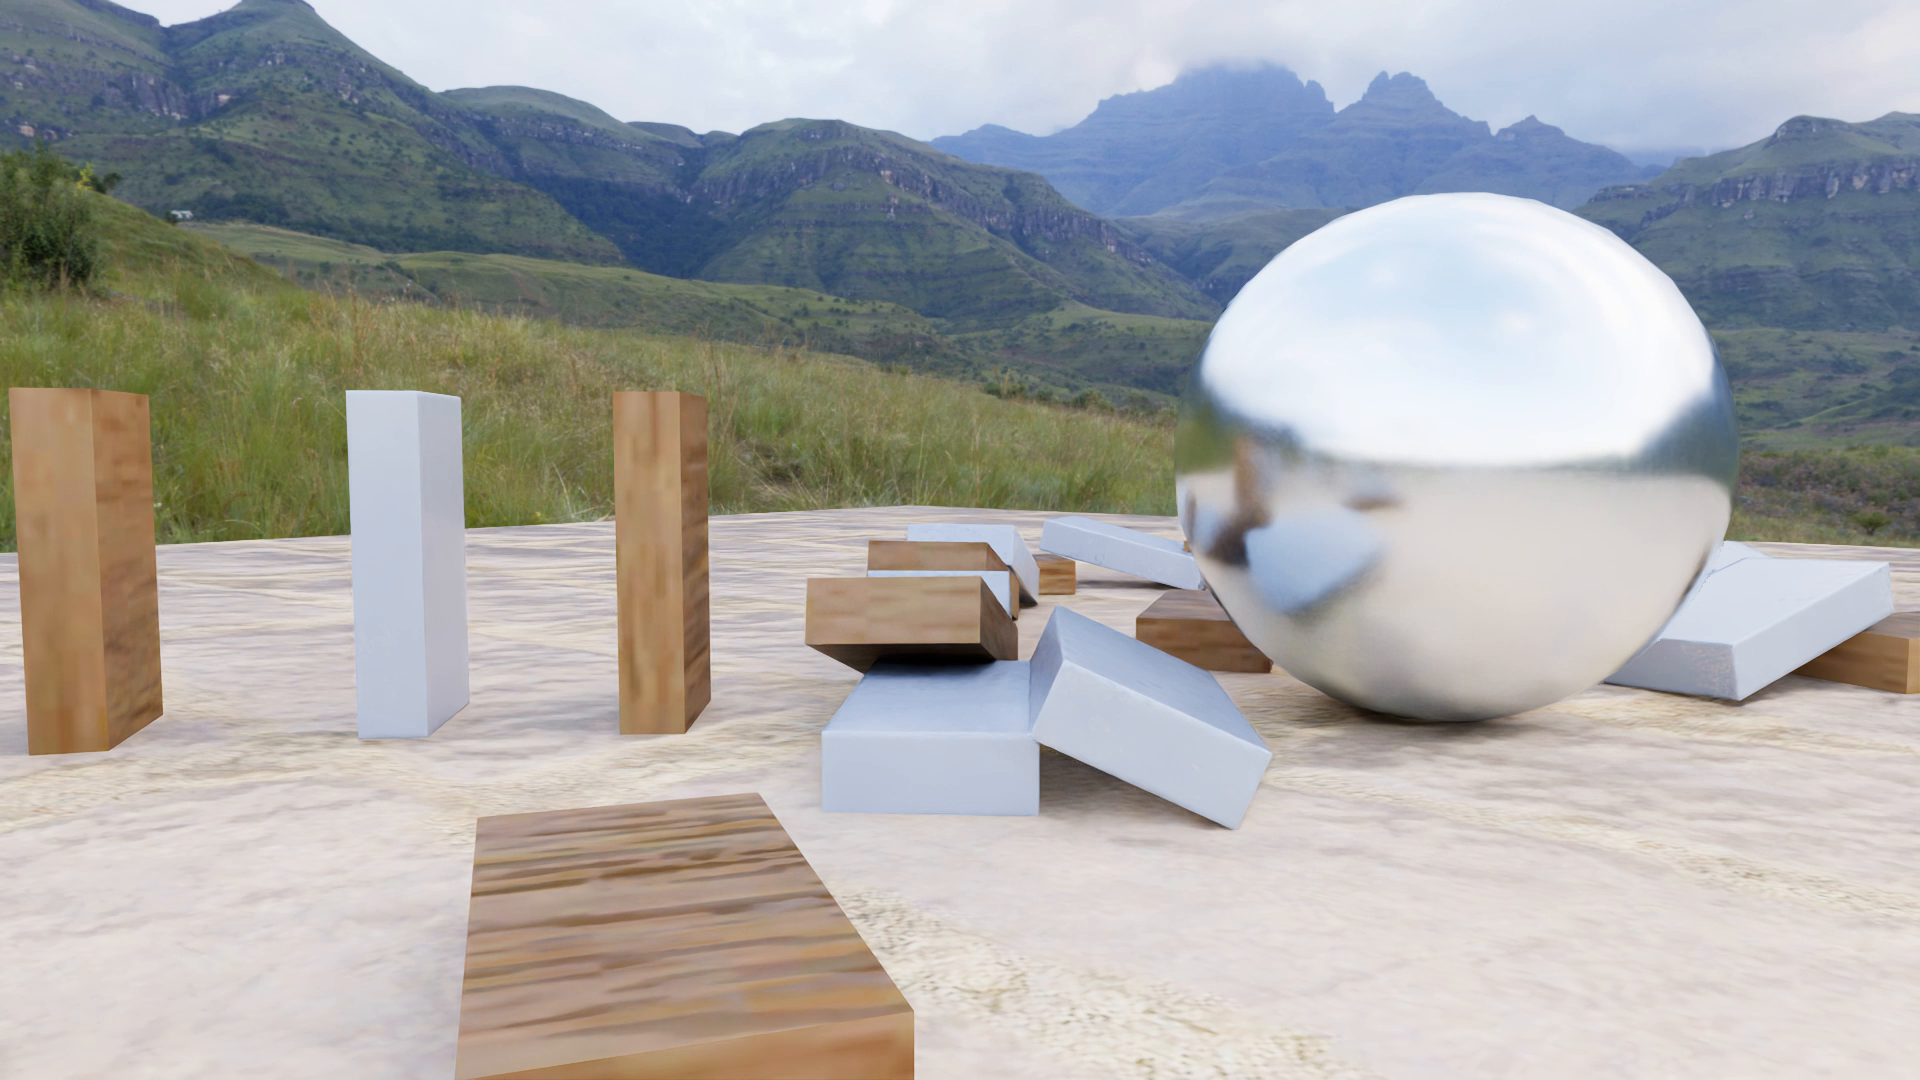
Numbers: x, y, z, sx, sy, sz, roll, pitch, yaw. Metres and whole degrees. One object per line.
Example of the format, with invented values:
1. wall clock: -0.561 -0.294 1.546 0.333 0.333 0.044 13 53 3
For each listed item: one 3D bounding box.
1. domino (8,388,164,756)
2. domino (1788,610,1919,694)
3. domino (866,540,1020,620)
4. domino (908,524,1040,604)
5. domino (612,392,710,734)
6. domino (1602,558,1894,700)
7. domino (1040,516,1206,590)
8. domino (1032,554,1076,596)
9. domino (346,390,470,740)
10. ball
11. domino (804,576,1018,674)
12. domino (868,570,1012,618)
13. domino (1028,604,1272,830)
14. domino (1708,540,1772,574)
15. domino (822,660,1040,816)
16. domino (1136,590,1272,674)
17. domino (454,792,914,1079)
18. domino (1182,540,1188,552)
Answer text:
1. domino: -0.126 0.004 0.187 0.009 0.050 0.025 -1 4 -17
2. domino: 0.180 0.020 0.238 0.050 0.009 0.025 -1 5 -19
3. domino: -0.002 0.010 0.288 0.025 0.009 0.050 1 -11 11
4. domino: 0.004 0.007 0.320 0.025 0.009 0.050 1 -13 11
5. domino: -0.046 0.003 0.199 0.009 0.050 0.025 0 4 -2
6. domino: 0.140 0.015 0.229 0.050 0.009 0.025 -17 10 -28
7. domino: 0.052 0.004 0.388 0.050 0.010 0.025 15 11 24
8. domino: 0.006 0.010 0.369 0.050 0.010 0.025 -1 4 -10
9. domino: -0.084 0.003 0.196 0.010 0.050 0.025 -1 4 -8
10. ball: 0.073 -0.012 0.198 0.080 0.080 0.080 0 4 0
11. domino: -0.006 0.015 0.205 0.025 0.009 0.050 -1 -12 9
12. domino: -0.003 0.014 0.251 0.025 0.009 0.050 0 -8 3
13. domino: 0.022 0.021 0.166 0.025 0.010 0.050 24 5 1
14. domino: 0.175 0.010 0.287 0.025 0.010 0.050 7 15 -1
15. domino: -0.002 0.025 0.172 0.025 0.009 0.050 0 4 4
16. domino: 0.053 0.018 0.265 0.025 0.009 0.050 1 4 16
17. domino: -0.023 0.031 0.095 0.025 0.009 0.050 -1 5 -19
18. domino: 0.093 0.004 0.372 0.050 0.009 0.025 19 15 35
